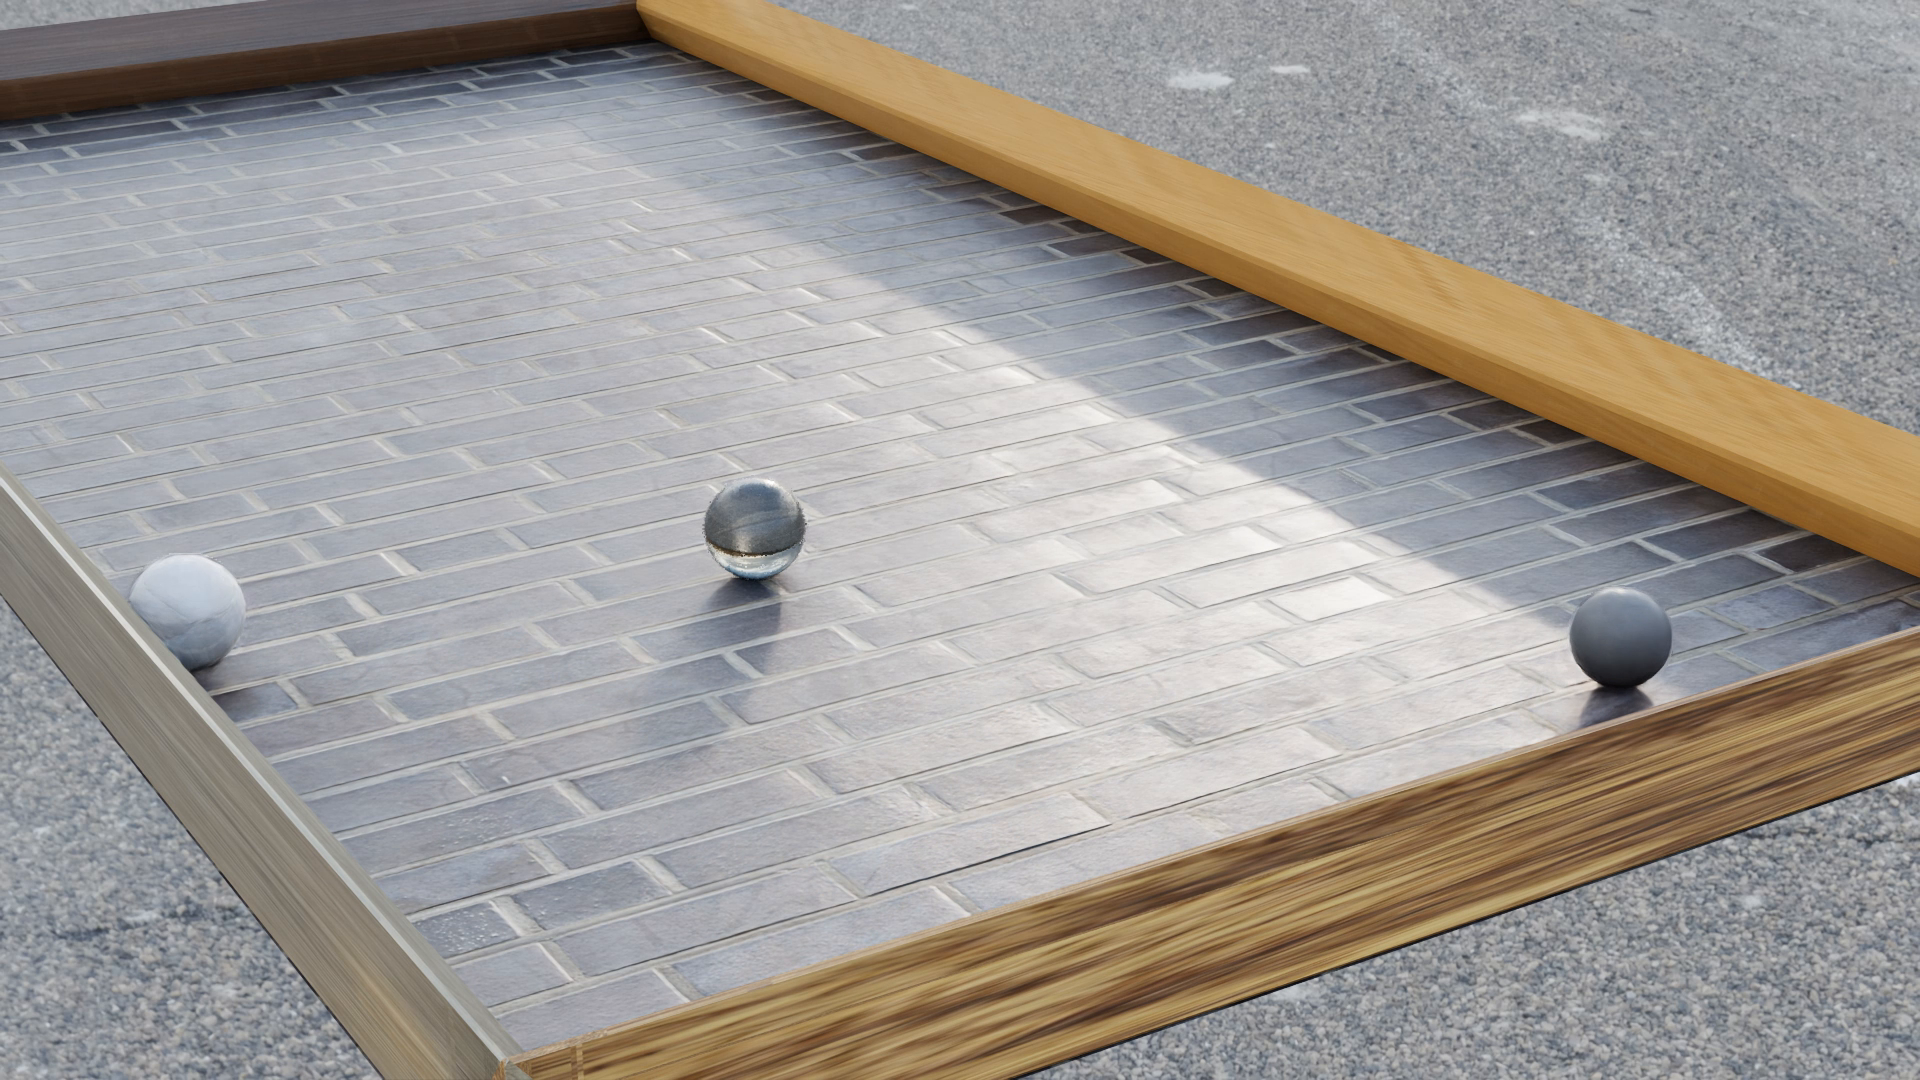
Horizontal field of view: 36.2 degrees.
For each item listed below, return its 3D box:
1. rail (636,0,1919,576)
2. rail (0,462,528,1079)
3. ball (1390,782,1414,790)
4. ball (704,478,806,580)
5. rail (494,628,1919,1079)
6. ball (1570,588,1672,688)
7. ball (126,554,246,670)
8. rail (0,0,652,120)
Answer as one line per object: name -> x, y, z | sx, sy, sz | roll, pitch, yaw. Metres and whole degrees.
rail -> 0.216, -0.361, 3.219 | 0.045, 0.115, 2.608 | -13, 26, -29
rail -> -0.899, -0.101, 2.585 | 0.045, 0.115, 2.608 | -13, 26, -29
ball -> 0.303, 0.190, 1.950 | 0.060, 0.060, 0.060 | 0, 22, 0
ball -> -0.167, -0.009, 2.405 | 0.083, 0.083, 0.083 | 0, 22, 0
rail -> 0.329, 0.182, 1.892 | 1.356, 0.115, 0.045 | -13, 26, -29
ball -> 0.497, 0.074, 2.213 | 0.075, 0.075, 0.075 | 0, 22, 0
ball -> -0.589, 0.055, 2.240 | 0.089, 0.089, 0.089 | 0, 22, 0
rail -> -1.012, -0.644, 3.911 | 1.356, 0.115, 0.045 | -13, 26, -29
